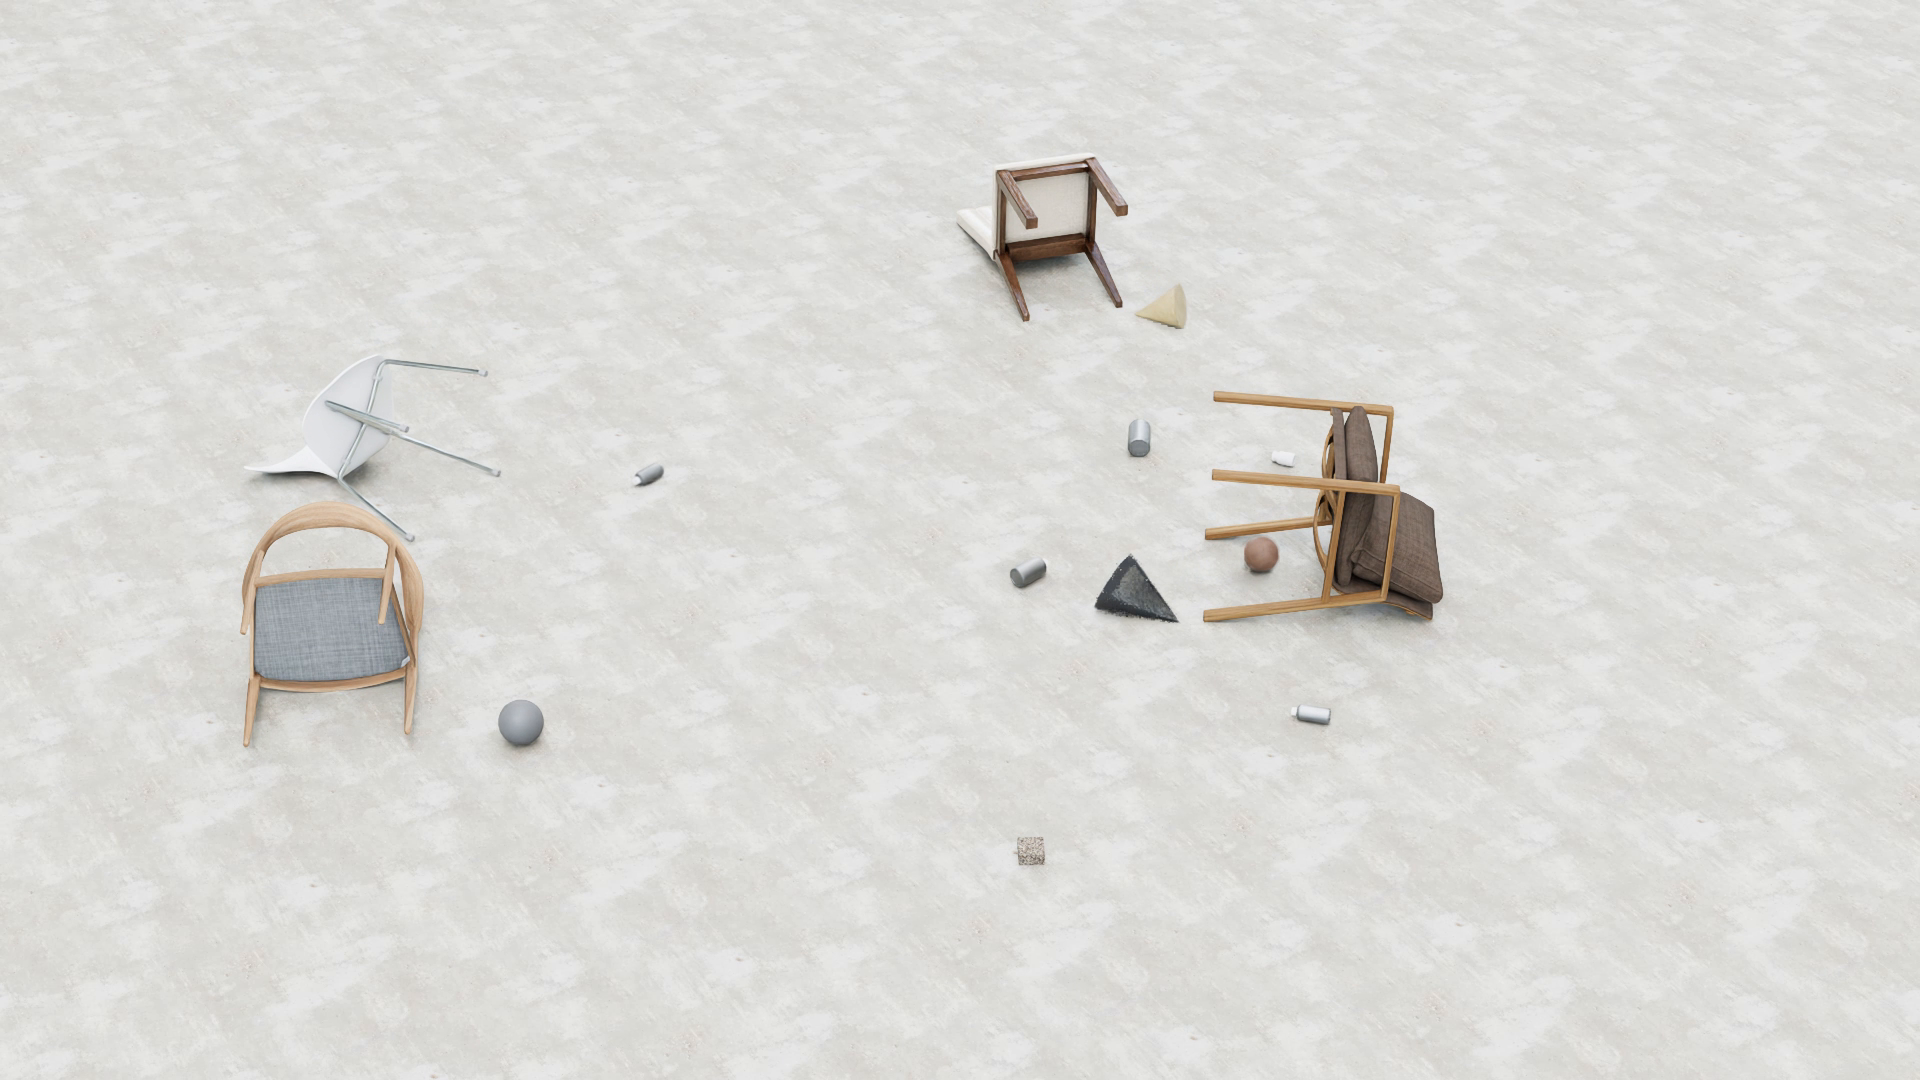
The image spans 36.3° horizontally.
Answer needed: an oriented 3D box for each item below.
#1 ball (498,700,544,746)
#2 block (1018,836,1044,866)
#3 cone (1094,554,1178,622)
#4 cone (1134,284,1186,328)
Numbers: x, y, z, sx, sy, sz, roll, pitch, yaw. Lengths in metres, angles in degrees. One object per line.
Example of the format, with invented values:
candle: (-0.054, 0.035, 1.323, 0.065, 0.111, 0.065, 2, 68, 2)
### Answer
ball: (-1.478, 0.613, 9.873, 0.154, 0.154, 0.154, 0, 33, 0)
block: (0.228, 0.997, 9.394, 0.083, 0.041, 0.091, -1, 33, -1)
cone: (0.670, 0.222, 10.523, 0.288, 0.180, 0.249, 32, 66, 12)
cone: (0.829, -0.969, 12.347, 0.215, 0.140, 0.204, -9, 59, 24)
